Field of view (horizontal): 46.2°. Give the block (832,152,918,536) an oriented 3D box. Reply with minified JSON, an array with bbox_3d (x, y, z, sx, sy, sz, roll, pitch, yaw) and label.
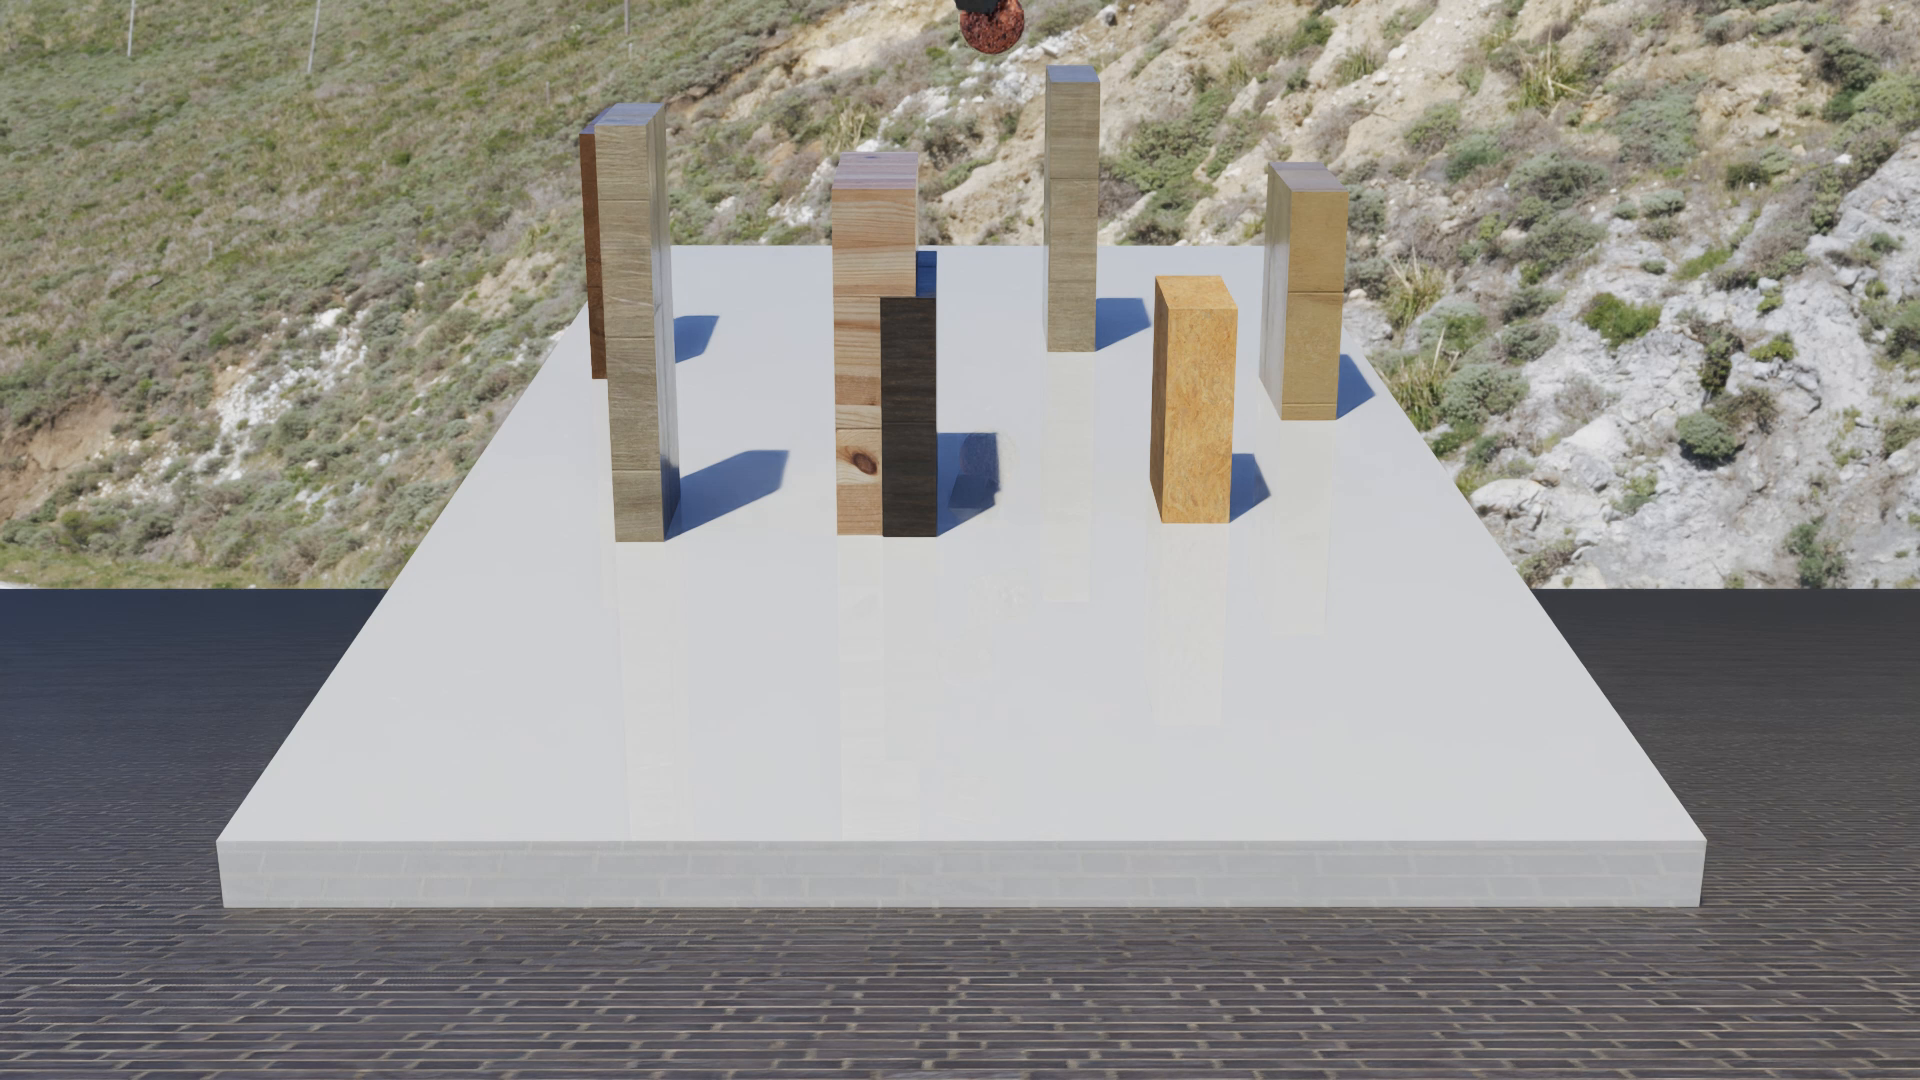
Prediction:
[{"bbox_3d":[-0.156,-0.385,4.315,0.149,0.652,0.419,0,19,0],"label":"block"}]

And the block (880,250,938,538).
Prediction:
[{"bbox_3d":[-0.095,-0.289,4.337,0.101,0.457,0.421,0,19,0],"label":"block"}]

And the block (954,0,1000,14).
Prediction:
[{"bbox_3d":[0.053,-1.638,6.623,0.117,0.117,0.117,16,-28,29],"label":"block"}]

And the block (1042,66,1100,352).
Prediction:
[{"bbox_3d":[0.274,-0.829,5.607,0.117,0.659,0.330,0,19,0],"label":"block"}]

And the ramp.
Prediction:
[{"bbox_3d":[-0.004,-0.196,4.926,2.000,0.100,4.000,0,19,0],"label":"ramp"}]

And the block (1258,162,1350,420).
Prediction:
[{"bbox_3d":[0.770,-0.567,5.074,0.122,0.508,0.385,0,19,0],"label":"block"}]

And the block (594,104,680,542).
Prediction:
[{"bbox_3d":[-0.596,-0.405,4.190,0.090,0.771,0.277,0,19,0],"label":"block"}]

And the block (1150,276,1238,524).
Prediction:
[{"bbox_3d":[0.449,-0.276,4.362,0.128,0.418,0.290,0,19,0],"label":"block"}]

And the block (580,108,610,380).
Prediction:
[{"bbox_3d":[-0.821,-0.719,5.408,0.094,0.576,0.415,0,19,0],"label":"block"}]

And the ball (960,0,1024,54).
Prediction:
[{"bbox_3d":[0.098,-1.557,6.748,0.195,0.195,0.195,0,-1,0],"label":"ball"}]
